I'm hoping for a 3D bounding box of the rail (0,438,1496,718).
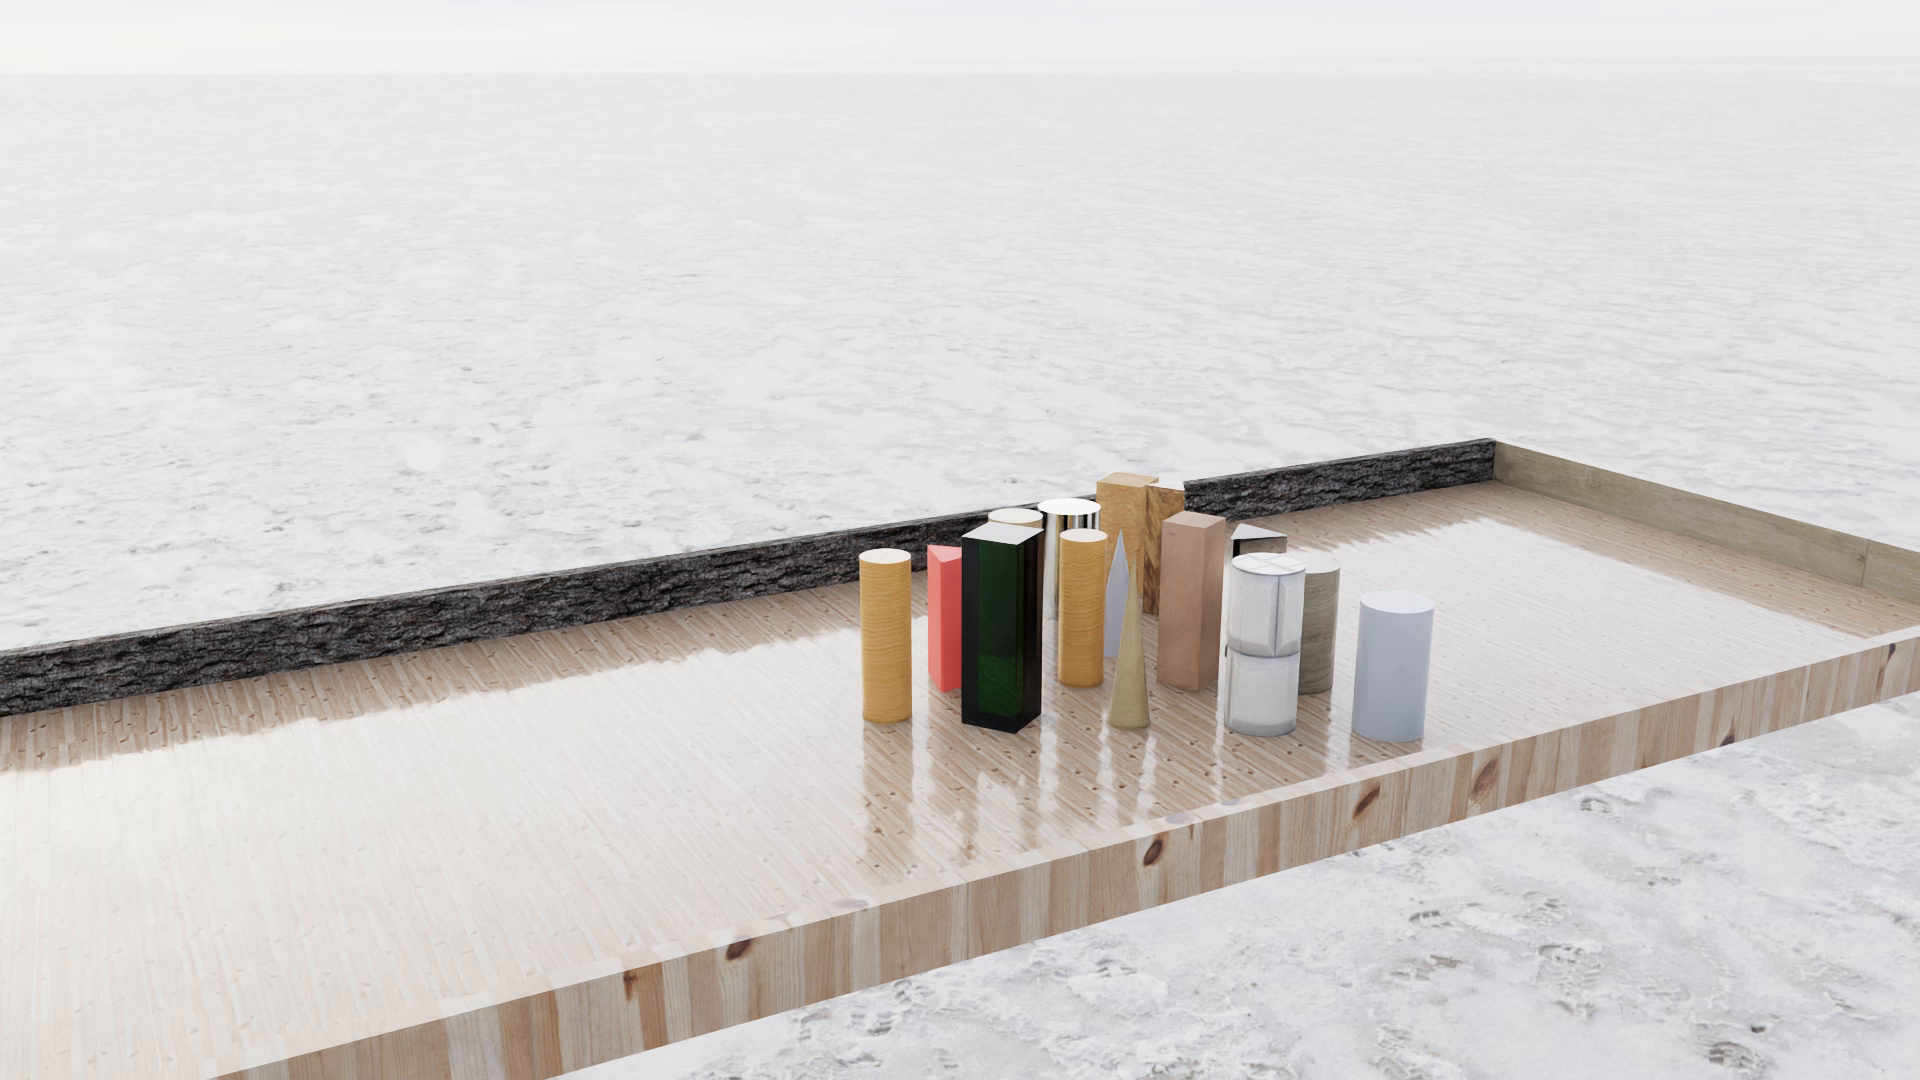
[{"bbox_3d":[-3.305,0.497,3.399,12.000,0.150,0.050,-9,18,-27],"label":"rail"}]

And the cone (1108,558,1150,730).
[{"bbox_3d":[0.398,0.227,3.831,0.101,0.424,0.101,0,16,0],"label":"cone"}]

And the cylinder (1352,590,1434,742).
[{"bbox_3d":[1.000,0.290,3.814,0.166,0.312,0.166,0,16,0],"label":"cylinder"}]

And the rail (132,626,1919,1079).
[{"bbox_3d":[-2.336,1.006,1.665,12.000,0.150,0.050,-9,18,-27],"label":"rail"}]

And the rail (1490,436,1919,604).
[{"bbox_3d":[2.466,-0.048,5.253,0.050,0.150,2.100,-9,18,-27],"label":"rail"}]

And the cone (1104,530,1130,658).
[{"bbox_3d":[0.417,0.128,4.327,0.137,0.333,0.137,0,16,0],"label":"cone"}]

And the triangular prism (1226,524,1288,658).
[{"bbox_3d":[0.756,0.129,4.342,0.151,0.323,0.131,-3,17,-11],"label":"triangular prism"}]

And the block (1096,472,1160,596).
[{"bbox_3d":[0.488,-0.018,4.834,0.138,0.329,0.138,9,19,27],"label":"block"}]

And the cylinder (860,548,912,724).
[{"bbox_3d":[-0.174,0.227,3.881,0.120,0.396,0.120,0,16,0],"label":"cylinder"}]

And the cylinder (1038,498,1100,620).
[{"bbox_3d":[0.303,0.054,4.626,0.174,0.307,0.174,0,16,0],"label":"cylinder"}]

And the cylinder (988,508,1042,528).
[{"bbox_3d":[0.146,0.104,4.382,0.143,0.350,0.143,0,16,0],"label":"cylinder"}]

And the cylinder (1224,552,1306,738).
[{"bbox_3d":[0.706,0.243,3.830,0.167,0.394,0.167,0,16,0],"label":"cylinder"}]

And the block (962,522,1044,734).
[{"bbox_3d":[0.099,0.203,3.850,0.141,0.458,0.141,9,18,27],"label":"block"}]

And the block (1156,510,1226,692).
[{"bbox_3d":[0.573,0.151,4.093,0.116,0.421,0.116,11,20,32],"label":"block"}]

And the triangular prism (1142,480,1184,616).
[{"bbox_3d":[0.589,0.023,4.617,0.114,0.372,0.099,11,19,32],"label":"triangular prism"}]

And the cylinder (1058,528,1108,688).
[{"bbox_3d":[0.303,0.170,4.102,0.116,0.379,0.116,0,16,0],"label":"cylinder"}]

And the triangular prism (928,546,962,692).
[{"bbox_3d":[-0.034,0.188,4.118,0.147,0.337,0.127,-15,22,-42],"label":"triangular prism"}]

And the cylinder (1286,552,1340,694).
[{"bbox_3d":[0.847,0.206,4.096,0.173,0.314,0.173,0,16,0],"label":"cylinder"}]
